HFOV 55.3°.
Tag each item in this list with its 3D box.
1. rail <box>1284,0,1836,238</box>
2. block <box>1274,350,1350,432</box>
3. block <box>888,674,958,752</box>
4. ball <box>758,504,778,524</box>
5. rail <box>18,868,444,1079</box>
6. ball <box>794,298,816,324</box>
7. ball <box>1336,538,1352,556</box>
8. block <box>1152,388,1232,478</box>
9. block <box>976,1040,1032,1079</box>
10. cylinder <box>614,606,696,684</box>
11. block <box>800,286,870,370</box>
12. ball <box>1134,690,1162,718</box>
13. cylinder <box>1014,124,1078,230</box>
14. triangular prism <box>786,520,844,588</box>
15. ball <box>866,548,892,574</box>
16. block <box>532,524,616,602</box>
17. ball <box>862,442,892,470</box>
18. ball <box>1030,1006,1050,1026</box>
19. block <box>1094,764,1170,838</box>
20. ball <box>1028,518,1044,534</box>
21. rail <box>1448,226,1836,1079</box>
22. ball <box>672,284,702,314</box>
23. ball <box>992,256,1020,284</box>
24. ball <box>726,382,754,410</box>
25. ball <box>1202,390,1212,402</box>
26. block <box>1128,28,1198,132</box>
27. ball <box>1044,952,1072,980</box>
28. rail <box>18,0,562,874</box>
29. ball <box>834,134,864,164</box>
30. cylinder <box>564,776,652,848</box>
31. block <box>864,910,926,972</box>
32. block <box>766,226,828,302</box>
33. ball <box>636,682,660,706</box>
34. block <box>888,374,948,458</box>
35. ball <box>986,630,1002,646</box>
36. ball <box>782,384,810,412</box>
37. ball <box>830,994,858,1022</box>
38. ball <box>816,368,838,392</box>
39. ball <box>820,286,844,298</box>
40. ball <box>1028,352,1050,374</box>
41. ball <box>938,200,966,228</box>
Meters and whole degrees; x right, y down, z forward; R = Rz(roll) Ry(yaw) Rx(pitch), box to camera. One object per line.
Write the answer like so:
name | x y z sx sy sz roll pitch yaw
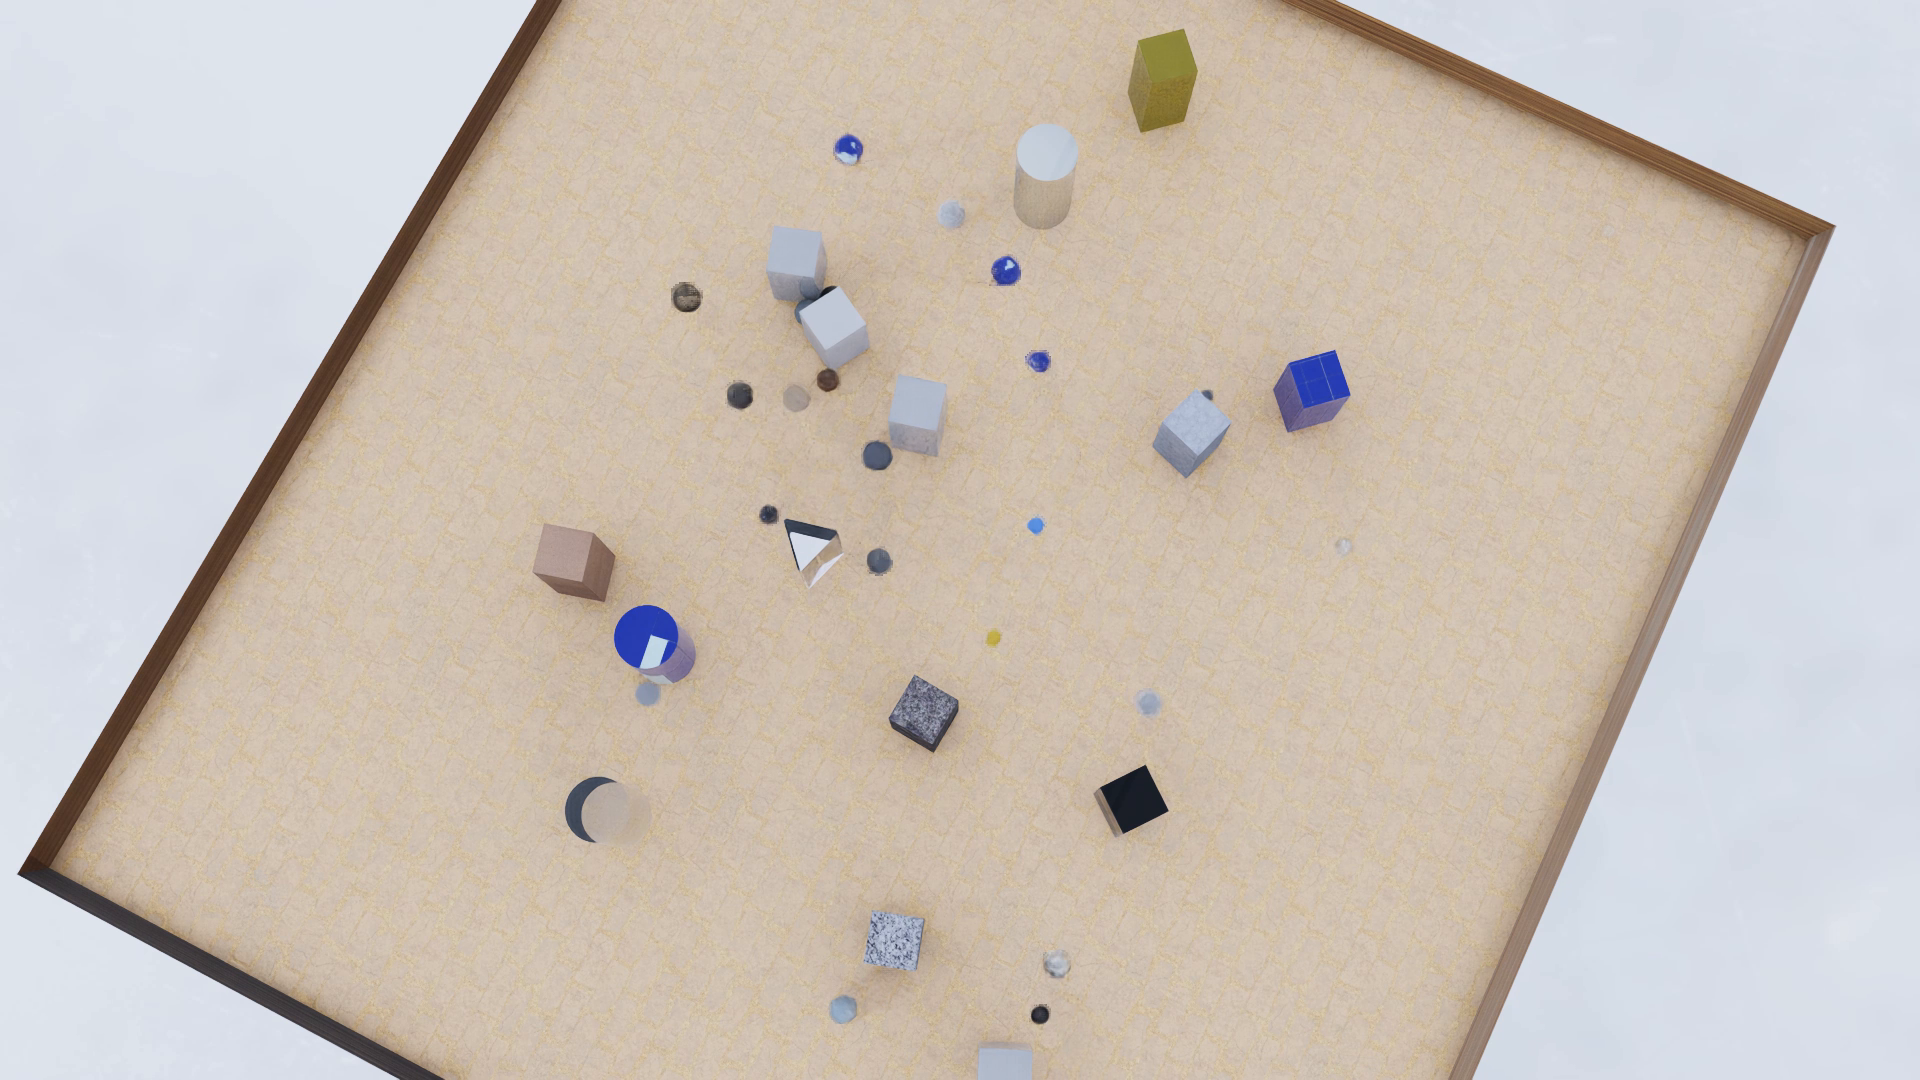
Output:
rail | 0.932 -1.819 5.931 3.990 0.119 0.045 26 80 5
block | 1.066 -0.449 5.567 0.146 0.279 0.146 -16 79 -3
block | -0.104 0.511 5.366 0.146 0.282 0.146 30 80 6
ball | -0.586 -0.079 5.603 0.058 0.058 0.058 0 78 0
rail | -0.932 1.831 5.176 3.990 0.119 0.045 26 80 5
ball | -0.473 -0.709 5.719 0.086 0.086 0.086 0 78 0
ball | 1.170 0.021 5.585 0.052 0.052 0.052 0 78 0
block | 0.698 -0.319 5.535 0.146 0.289 0.146 44 82 8
block | 0.122 1.497 5.152 0.146 0.302 0.146 3 78 1
cylinder | -0.890 0.310 5.371 0.183 0.356 0.183 0 78 0
block | -0.384 -0.645 5.632 0.146 0.231 0.146 -34 80 -7
ball | 0.564 0.491 5.473 0.082 0.082 0.082 0 78 0
cylinder | 0.261 -1.115 5.647 0.183 0.392 0.183 0 78 0
triangular prism | -0.459 0.016 5.461 0.137 0.298 0.158 43 81 8
ball | -0.246 0.063 5.564 0.076 0.076 0.076 0 78 0
block | -1.139 0.070 5.425 0.146 0.345 0.146 11 79 2
ball | -0.253 -0.258 5.623 0.091 0.091 0.091 0 78 0
ball | 0.231 1.376 5.304 0.054 0.054 0.054 0 78 0
block | 0.494 0.762 5.322 0.146 0.268 0.146 -26 79 -5
ball | 0.232 -0.045 5.600 0.051 0.051 0.051 0 78 0
rail | 1.763 0.870 5.375 0.045 0.119 4.214 26 80 5
ball | -0.853 -0.755 5.726 0.091 0.091 0.091 0 78 0
ball | 0.143 -0.845 5.746 0.089 0.089 0.089 0 78 0
ball | -0.680 -0.446 5.665 0.086 0.086 0.086 0 78 0
ball | 0.763 -0.444 5.686 0.043 0.043 0.043 0 78 0
block | 0.631 -1.432 5.730 0.146 0.356 0.146 -15 79 -3
ball | 0.282 1.235 5.320 0.081 0.081 0.081 0 78 0
rail | -1.763 -0.857 5.732 0.045 0.119 4.214 26 80 5
ball | -0.353 -1.243 5.827 0.090 0.090 0.090 0 78 0
cylinder | -1.007 0.786 5.269 0.183 0.363 0.183 0 78 0
block | -0.186 1.148 5.255 0.146 0.243 0.146 9 78 2
block | -0.502 -0.845 5.660 0.146 0.257 0.146 8 78 2
ball | -0.935 0.461 5.485 0.072 0.072 0.072 0 78 0
block | -0.125 -0.372 5.534 0.146 0.311 0.146 12 79 2
ball | 0.103 0.296 5.532 0.046 0.046 0.046 0 78 0
ball | -0.506 -0.437 5.663 0.085 0.085 0.085 0 78 0
ball | -0.335 1.355 5.296 0.079 0.079 0.079 0 78 0
ball | -0.411 -0.496 5.683 0.070 0.070 0.070 0 78 0
ball | -0.398 -0.755 5.731 0.081 0.081 0.081 0 78 0
ball | 0.244 -0.553 5.696 0.067 0.067 0.067 0 78 0
ball | -0.027 -1.031 5.785 0.087 0.087 0.087 0 78 0
